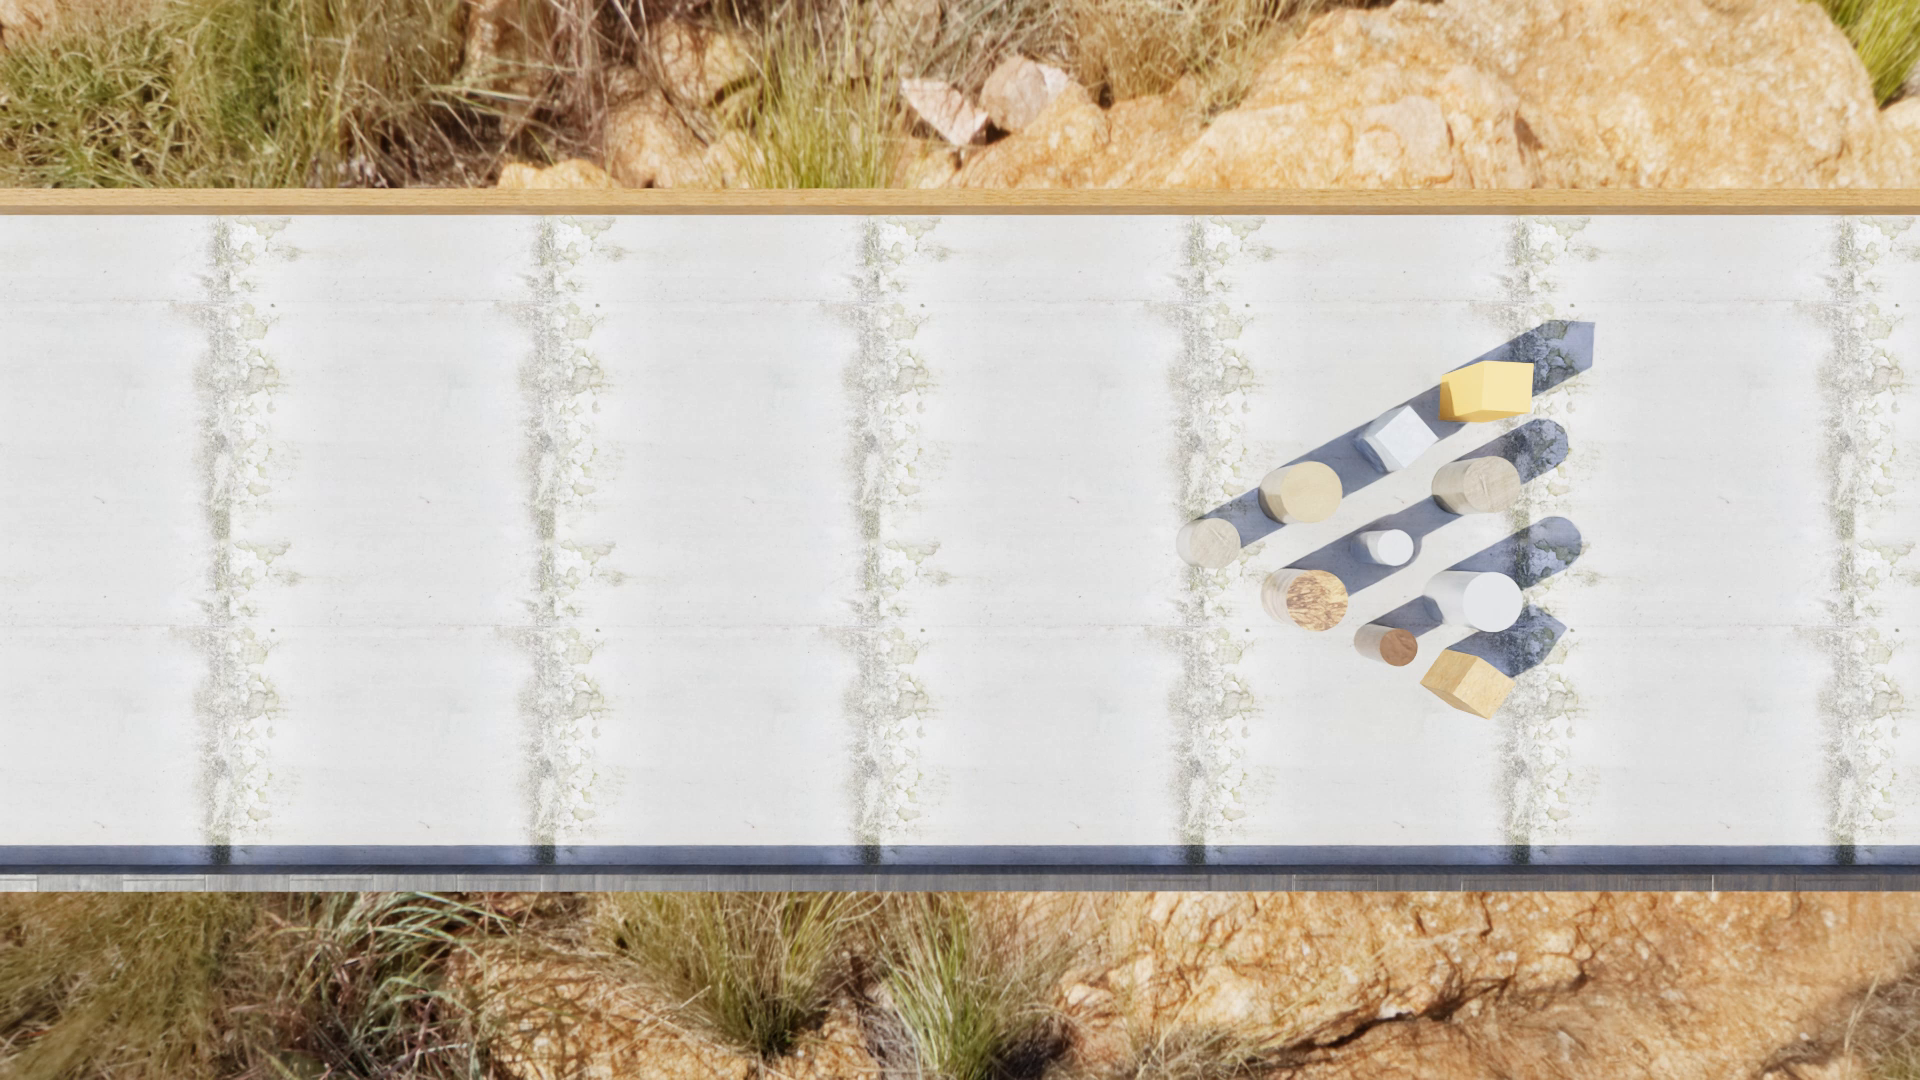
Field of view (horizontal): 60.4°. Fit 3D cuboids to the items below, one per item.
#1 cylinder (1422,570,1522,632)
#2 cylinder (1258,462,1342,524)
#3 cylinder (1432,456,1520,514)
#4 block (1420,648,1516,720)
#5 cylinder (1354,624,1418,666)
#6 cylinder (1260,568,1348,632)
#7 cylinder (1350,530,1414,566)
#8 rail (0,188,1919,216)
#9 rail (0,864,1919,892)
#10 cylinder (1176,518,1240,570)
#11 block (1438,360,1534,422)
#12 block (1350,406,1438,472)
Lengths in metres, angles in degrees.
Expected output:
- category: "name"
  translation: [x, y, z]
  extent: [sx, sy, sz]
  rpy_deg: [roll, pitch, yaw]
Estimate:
- category: "cylinder"
  translation: [1.510, 0.176, 4.876]
  extent: [0.170, 0.401, 0.170]
  rpy_deg: [0, 90, 0]
- category: "cylinder"
  translation: [1.004, -0.137, 4.892]
  extent: [0.175, 0.369, 0.175]
  rpy_deg: [0, 90, 0]
- category: "cylinder"
  translation: [1.533, -0.160, 4.915]
  extent: [0.165, 0.324, 0.165]
  rpy_deg: [0, 90, 0]
- category: "block"
  translation: [1.505, 0.426, 4.904]
  extent: [0.131, 0.344, 0.131]
  rpy_deg: [36, 90, 0]
- category: "cylinder"
  translation: [1.267, 0.311, 4.919]
  extent: [0.110, 0.314, 0.110]
  rpy_deg: [0, 90, 0]
- category: "cylinder"
  translation: [1.012, 0.172, 4.874]
  extent: [0.175, 0.405, 0.175]
  rpy_deg: [0, 90, 0]
- category: "cylinder"
  translation: [1.252, 0.022, 4.910]
  extent: [0.102, 0.334, 0.102]
  rpy_deg: [0, 90, 0]
- category: "rail"
  translation: [-2.247, -1.025, 5.002]
  extent: [12.000, 0.150, 0.050]
  rpy_deg: [0, 90, 0]
- category: "rail"
  translation: [-2.247, 1.025, 5.001]
  extent: [12.000, 0.150, 0.050]
  rpy_deg: [0, 90, 0]
- category: "cylinder"
  translation: [0.738, 0.010, 4.922]
  extent: [0.147, 0.309, 0.147]
  rpy_deg: [0, 90, 0]
- category: "block"
  translation: [1.546, -0.433, 4.867]
  extent: [0.138, 0.419, 0.138]
  rpy_deg: [3, 90, 0]
- category: "block"
  translation: [1.293, -0.298, 4.923]
  extent: [0.130, 0.306, 0.130]
  rpy_deg: [-42, 90, 0]
